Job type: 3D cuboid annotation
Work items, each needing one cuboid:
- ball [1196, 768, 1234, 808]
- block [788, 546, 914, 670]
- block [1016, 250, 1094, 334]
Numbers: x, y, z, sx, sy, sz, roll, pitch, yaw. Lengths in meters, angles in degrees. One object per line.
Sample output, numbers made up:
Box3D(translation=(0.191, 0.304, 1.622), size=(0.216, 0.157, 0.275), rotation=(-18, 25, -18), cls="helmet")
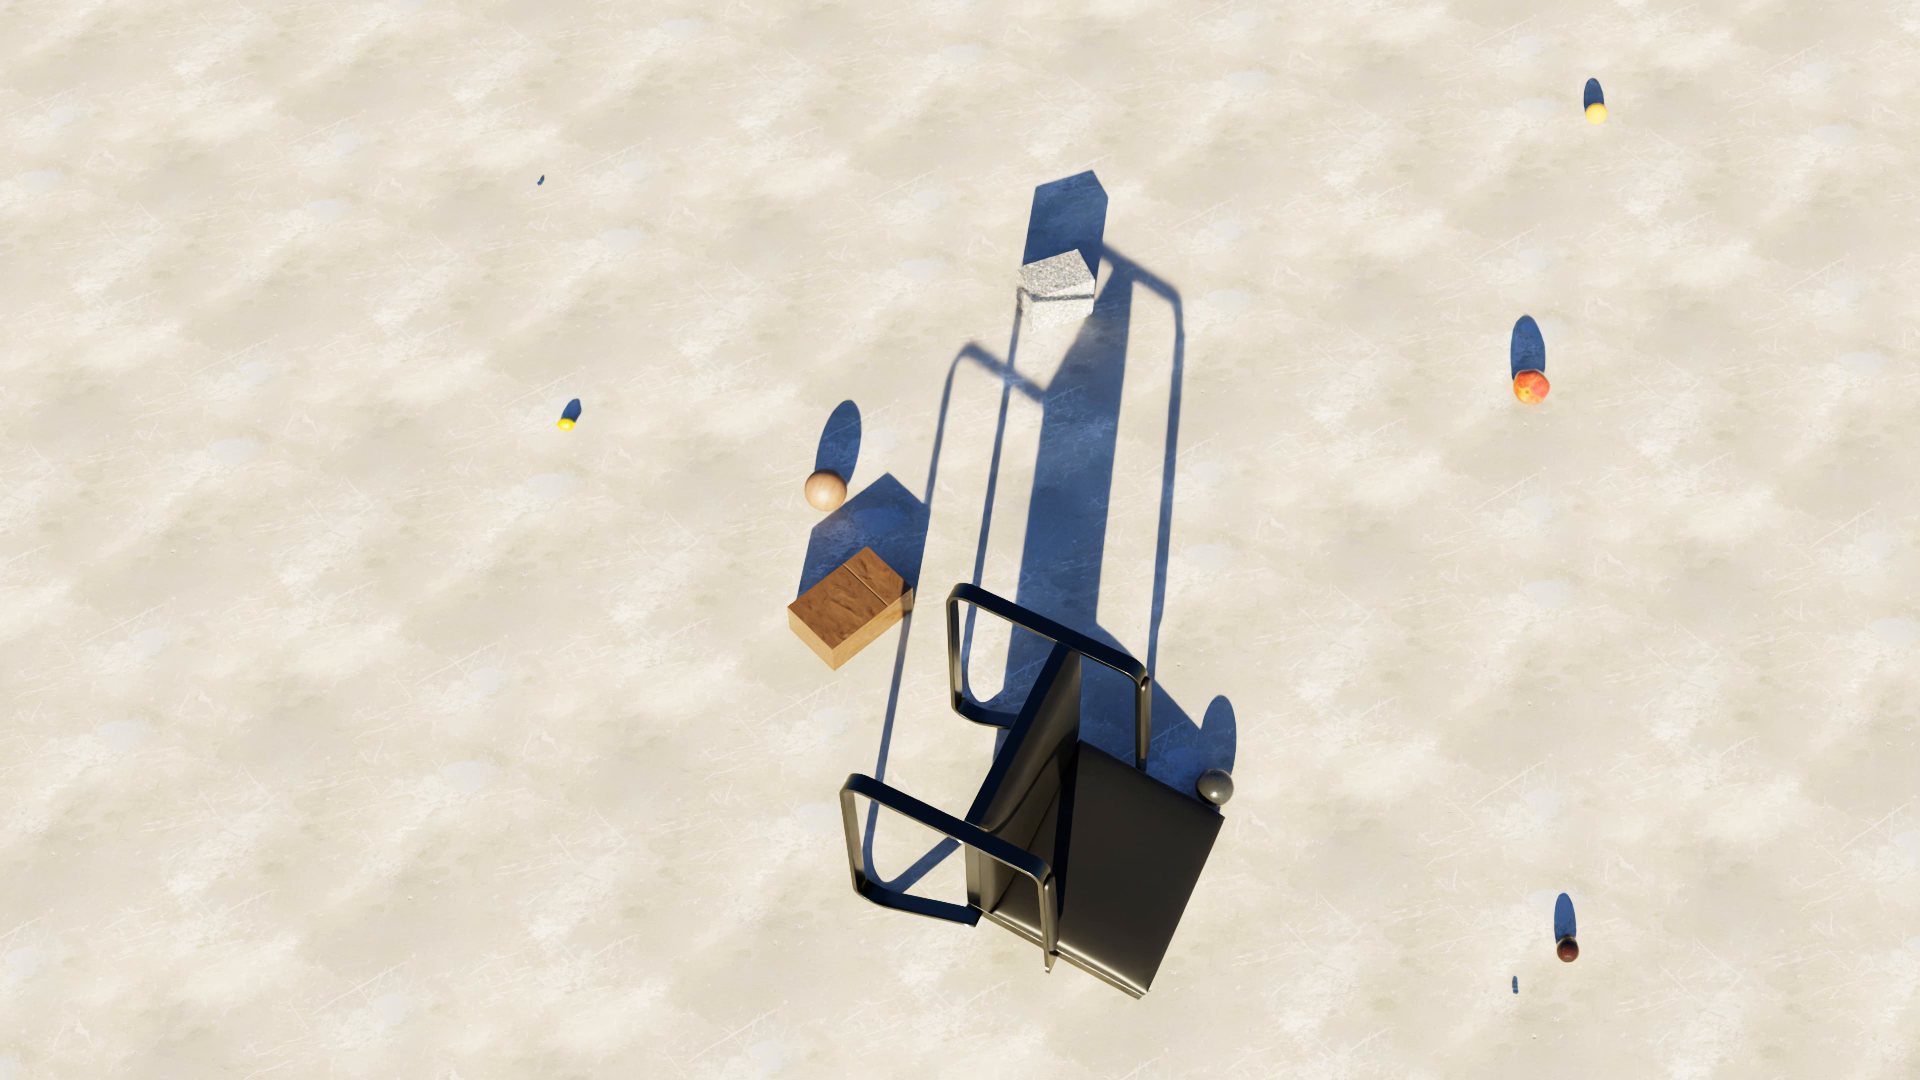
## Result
Box3D(translation=(0.701, 0.681, 6.052), size=(0.107, 0.107, 0.107), rotation=(0, 56, 0), cls="ball")
Box3D(translation=(-0.316, 0.198, 6.369), size=(0.306, 0.120, 0.198), rotation=(-38, 64, -22), cls="block")
Box3D(translation=(0.301, -0.791, 7.001), size=(0.210, 0.172, 0.137), rotation=(-18, 58, -12), cls="block")
